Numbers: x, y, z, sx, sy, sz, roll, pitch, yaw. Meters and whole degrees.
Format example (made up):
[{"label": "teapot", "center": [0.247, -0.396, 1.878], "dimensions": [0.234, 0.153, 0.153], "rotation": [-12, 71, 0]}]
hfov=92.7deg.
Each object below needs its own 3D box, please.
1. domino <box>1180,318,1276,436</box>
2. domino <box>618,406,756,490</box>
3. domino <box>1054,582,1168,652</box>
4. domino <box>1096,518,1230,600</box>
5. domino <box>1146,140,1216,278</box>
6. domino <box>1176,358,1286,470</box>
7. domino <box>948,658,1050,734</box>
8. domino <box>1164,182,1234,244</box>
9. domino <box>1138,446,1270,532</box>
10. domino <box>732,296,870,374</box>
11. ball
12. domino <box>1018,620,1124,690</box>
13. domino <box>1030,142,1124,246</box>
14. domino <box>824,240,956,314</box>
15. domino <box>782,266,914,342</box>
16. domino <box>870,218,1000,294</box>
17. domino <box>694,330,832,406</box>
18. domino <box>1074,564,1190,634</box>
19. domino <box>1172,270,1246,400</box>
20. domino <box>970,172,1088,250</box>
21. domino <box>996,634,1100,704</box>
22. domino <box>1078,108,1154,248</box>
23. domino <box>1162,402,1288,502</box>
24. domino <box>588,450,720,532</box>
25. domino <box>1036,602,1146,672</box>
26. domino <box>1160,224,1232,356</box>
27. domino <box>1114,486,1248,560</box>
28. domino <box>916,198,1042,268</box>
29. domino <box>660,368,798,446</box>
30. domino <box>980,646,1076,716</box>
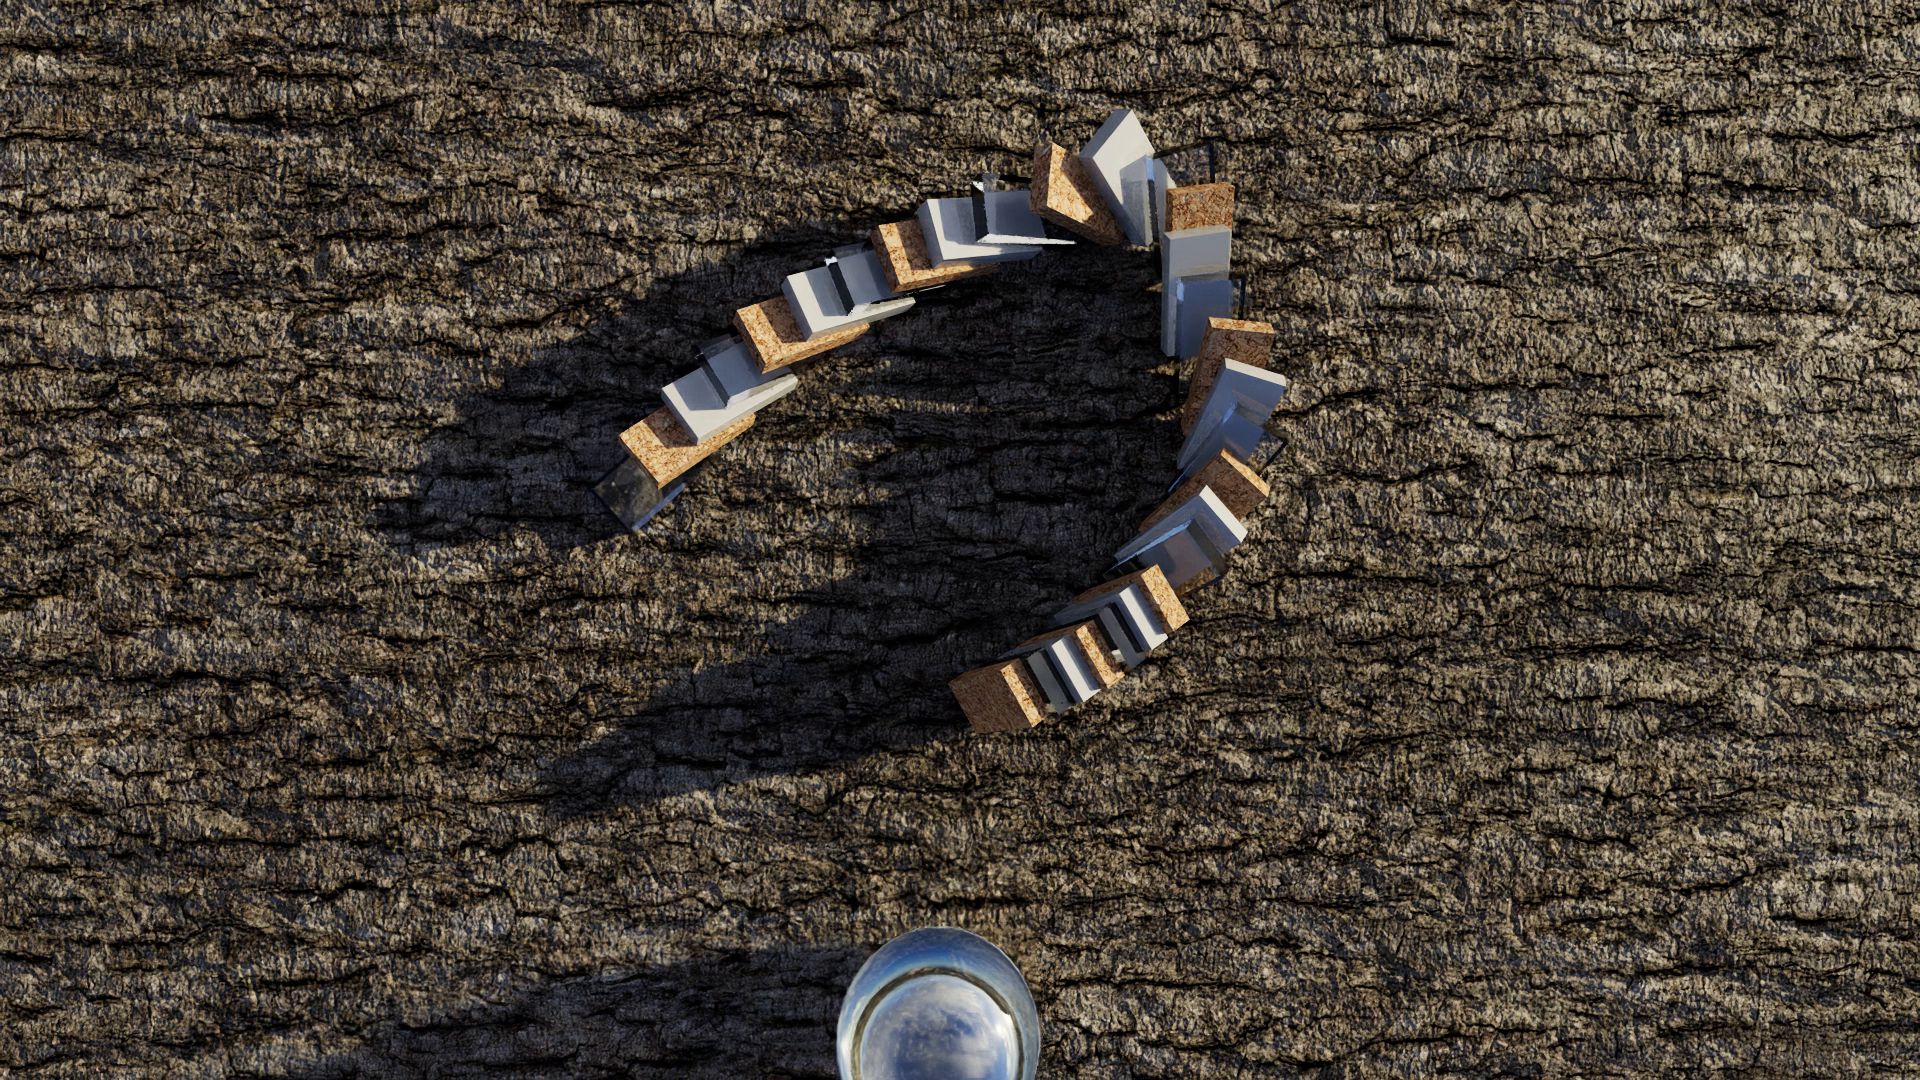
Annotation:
[{"label": "domino", "center": [0.110, -0.066, 0.381], "dimensions": [0.025, 0.009, 0.050], "rotation": [6, 129, 0]}, {"label": "domino", "center": [-0.114, -0.046, 0.385], "dimensions": [0.050, 0.010, 0.025], "rotation": [-40, 90, -25]}, {"label": "domino", "center": [0.061, 0.035, 0.376], "dimensions": [0.010, 0.050, 0.025], "rotation": [-30, 90, -29]}, {"label": "domino", "center": [0.083, 0.014, 0.379], "dimensions": [0.050, 0.009, 0.025], "rotation": [-34, 95, 42]}, {"label": "domino", "center": [0.093, -0.137, 0.382], "dimensions": [0.025, 0.009, 0.050], "rotation": [-14, 124, 0]}, {"label": "domino", "center": [0.112, -0.048, 0.381], "dimensions": [0.025, 0.009, 0.050], "rotation": [17, 128, -1]}, {"label": "domino", "center": [0.015, 0.065, 0.376], "dimensions": [0.009, 0.050, 0.025], "rotation": [-29, 90, -29]}, {"label": "domino", "center": [0.099, -0.121, 0.382], "dimensions": [0.025, 0.009, 0.050], "rotation": [-8, 124, -2]}, {"label": "domino", "center": [0.101, -0.013, 0.381], "dimensions": [0.025, 0.010, 0.050], "rotation": [42, 126, 0]}, {"label": "domino", "center": [-0.066, -0.090, 0.383], "dimensions": [0.050, 0.009, 0.025], "rotation": [-28, 87, -28]}, {"label": "ball", "center": [-0.009, 0.195, 0.360], "dimensions": [0.080, 0.080, 0.080], "rotation": [0, 90, 0]}, {"label": "domino", "center": [0.044, 0.050, 0.376], "dimensions": [0.010, 0.050, 0.025], "rotation": [-30, 90, -29]}, {"label": "domino", "center": [0.050, -0.142, 0.379], "dimensions": [0.050, 0.010, 0.025], "rotation": [5, 90, -44]}, {"label": "domino", "center": [-0.028, -0.113, 0.384], "dimensions": [0.050, 0.010, 0.025], "rotation": [-22, 90, -29]}, {"label": "domino", "center": [-0.046, -0.103, 0.384], "dimensions": [0.050, 0.010, 0.025], "rotation": [-25, 90, -28]}, {"label": "domino", "center": [-0.010, -0.121, 0.384], "dimensions": [0.050, 0.009, 0.025], "rotation": [-20, 90, -29]}, {"label": "domino", "center": [-0.082, -0.078, 0.384], "dimensions": [0.050, 0.009, 0.025], "rotation": [-31, 88, -28]}, {"label": "domino", "center": [0.069, 0.028, 0.376], "dimensions": [0.010, 0.050, 0.025], "rotation": [-31, 90, -29]}, {"label": "domino", "center": [0.103, -0.085, 0.382], "dimensions": [0.025, 0.009, 0.050], "rotation": [-6, 124, 0]}, {"label": "domino", "center": [0.029, -0.137, 0.384], "dimensions": [0.050, 0.009, 0.025], "rotation": [-6, 90, -29]}, {"label": "domino", "center": [0.035, 0.055, 0.376], "dimensions": [0.009, 0.050, 0.025], "rotation": [-30, 90, -29]}, {"label": "domino", "center": [0.071, -0.149, 0.379], "dimensions": [0.025, 0.010, 0.050], "rotation": [-51, 131, -3]}, {"label": "domino", "center": [0.110, -0.030, 0.381], "dimensions": [0.025, 0.010, 0.050], "rotation": [31, 127, -2]}, {"label": "domino", "center": [-0.132, -0.029, 0.395], "dimensions": [0.050, 0.010, 0.025], "rotation": [-41, 90, 0]}, {"label": "domino", "center": [0.053, 0.043, 0.376], "dimensions": [0.010, 0.050, 0.025], "rotation": [-30, 90, -29]}, {"label": "domino", "center": [0.098, -0.103, 0.382], "dimensions": [0.025, 0.010, 0.050], "rotation": [-8, 124, -2]}, {"label": "domino", "center": [0.091, 0.002, 0.380], "dimensions": [0.025, 0.010, 0.050], "rotation": [49, 132, 0]}, {"label": "domino", "center": [0.009, -0.130, 0.384], "dimensions": [0.050, 0.009, 0.025], "rotation": [-15, 90, -29]}, {"label": "domino", "center": [-0.097, -0.064, 0.385], "dimensions": [0.050, 0.010, 0.025], "rotation": [-36, 90, -24]}, {"label": "domino", "center": [0.025, 0.060, 0.376], "dimensions": [0.009, 0.050, 0.025], "rotation": [-30, 90, -29]}]
